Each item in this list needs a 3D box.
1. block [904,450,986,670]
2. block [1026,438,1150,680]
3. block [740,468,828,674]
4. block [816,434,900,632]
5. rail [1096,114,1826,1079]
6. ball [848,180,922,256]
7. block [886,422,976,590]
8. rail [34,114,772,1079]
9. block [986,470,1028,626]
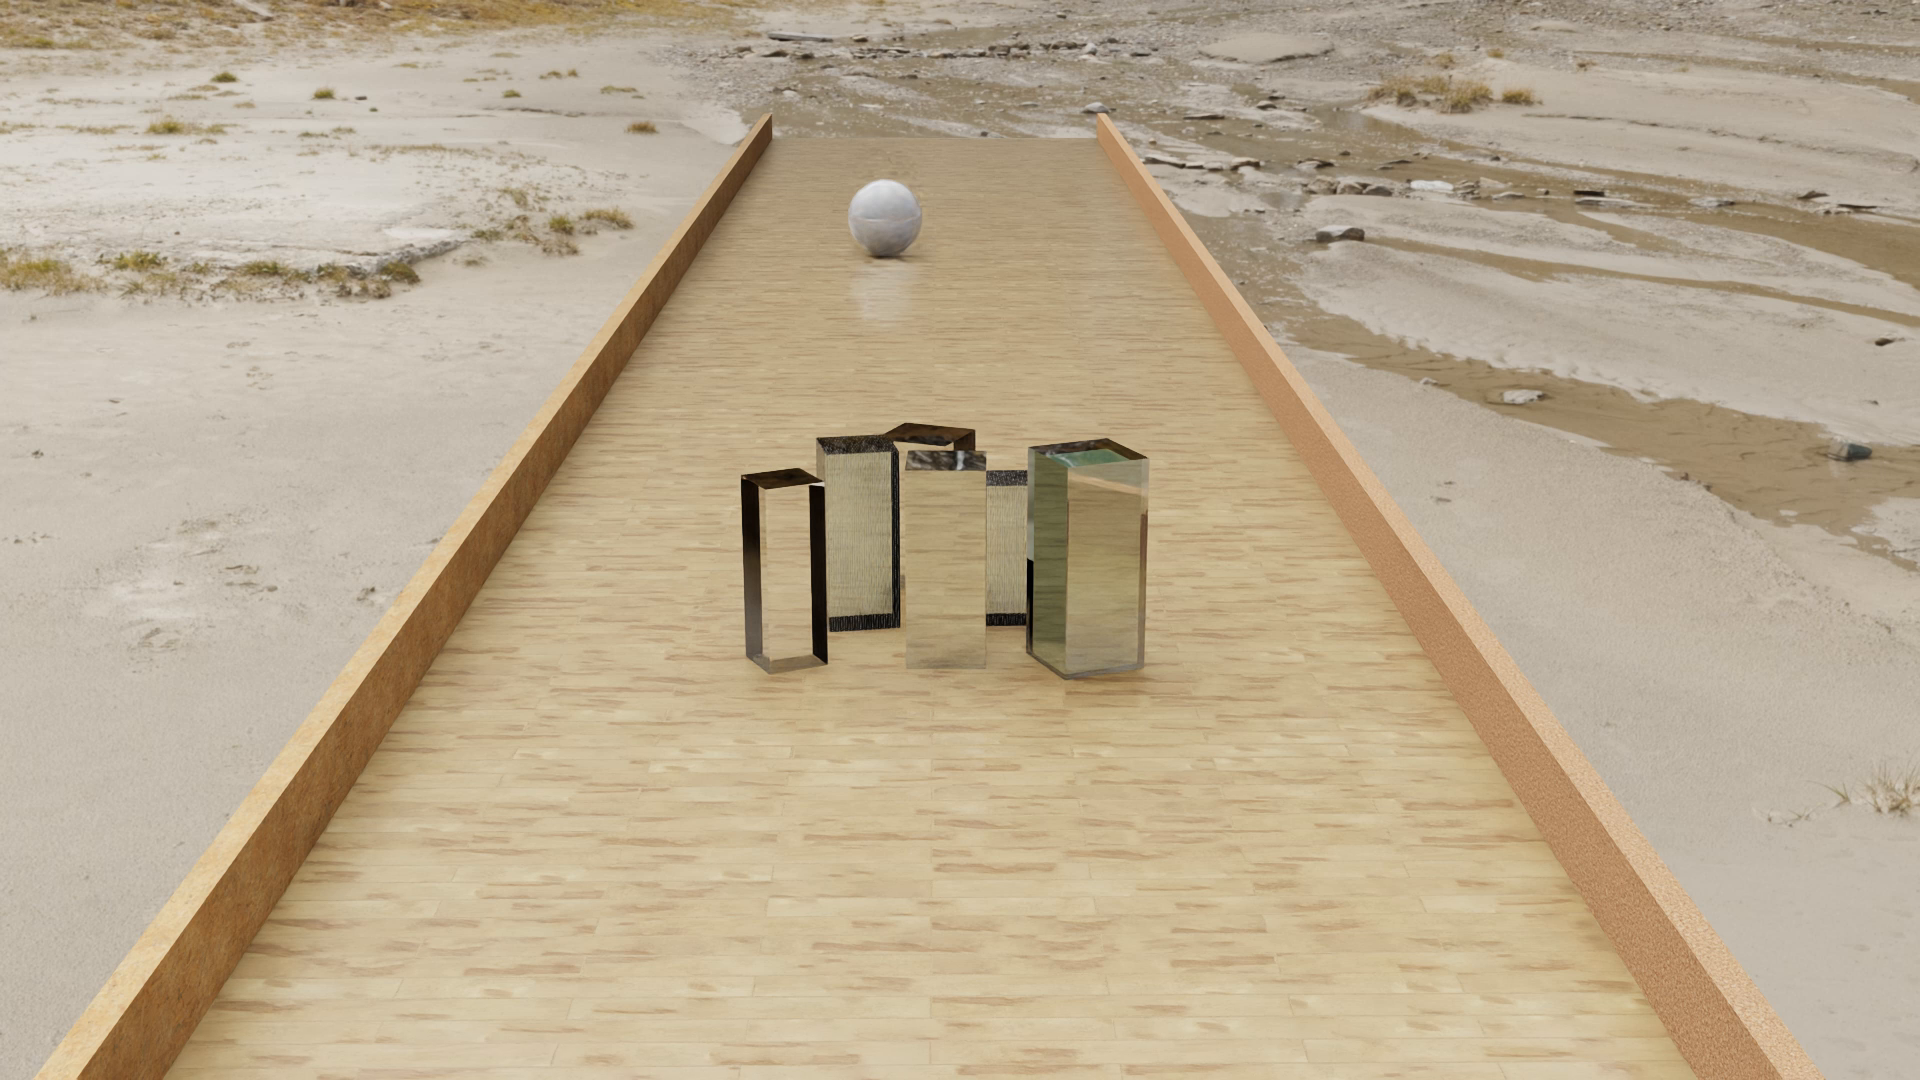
[{"bbox_3d":[-0.027,0.038,4.383,0.158,0.407,0.158,0,17,1],"label":"block"},{"bbox_3d":[0.250,0.035,4.352,0.176,0.430,0.176,-7,18,-23],"label":"block"},{"bbox_3d":[-0.348,0.061,4.360,0.125,0.378,0.125,-8,19,-26],"label":"block"},{"bbox_3d":[-0.214,-0.015,4.610,0.151,0.381,0.151,-3,17,-11],"label":"block"},{"bbox_3d":[0.932,-0.844,7.801,0.050,0.150,12.000,0,17,-1],"label":"rail"},{"bbox_3d":[-0.313,-1.354,9.229,0.314,0.314,0.314,0,17,0],"label":"ball"},{"bbox_3d":[-0.077,-0.071,4.875,0.170,0.337,0.170,7,18,22],"label":"block"},{"bbox_3d":[-1.118,-0.838,7.780,0.050,0.150,12.000,0,17,-1],"label":"rail"},{"bbox_3d":[0.094,0.016,4.637,0.127,0.305,0.127,-1,17,-3],"label":"block"}]
